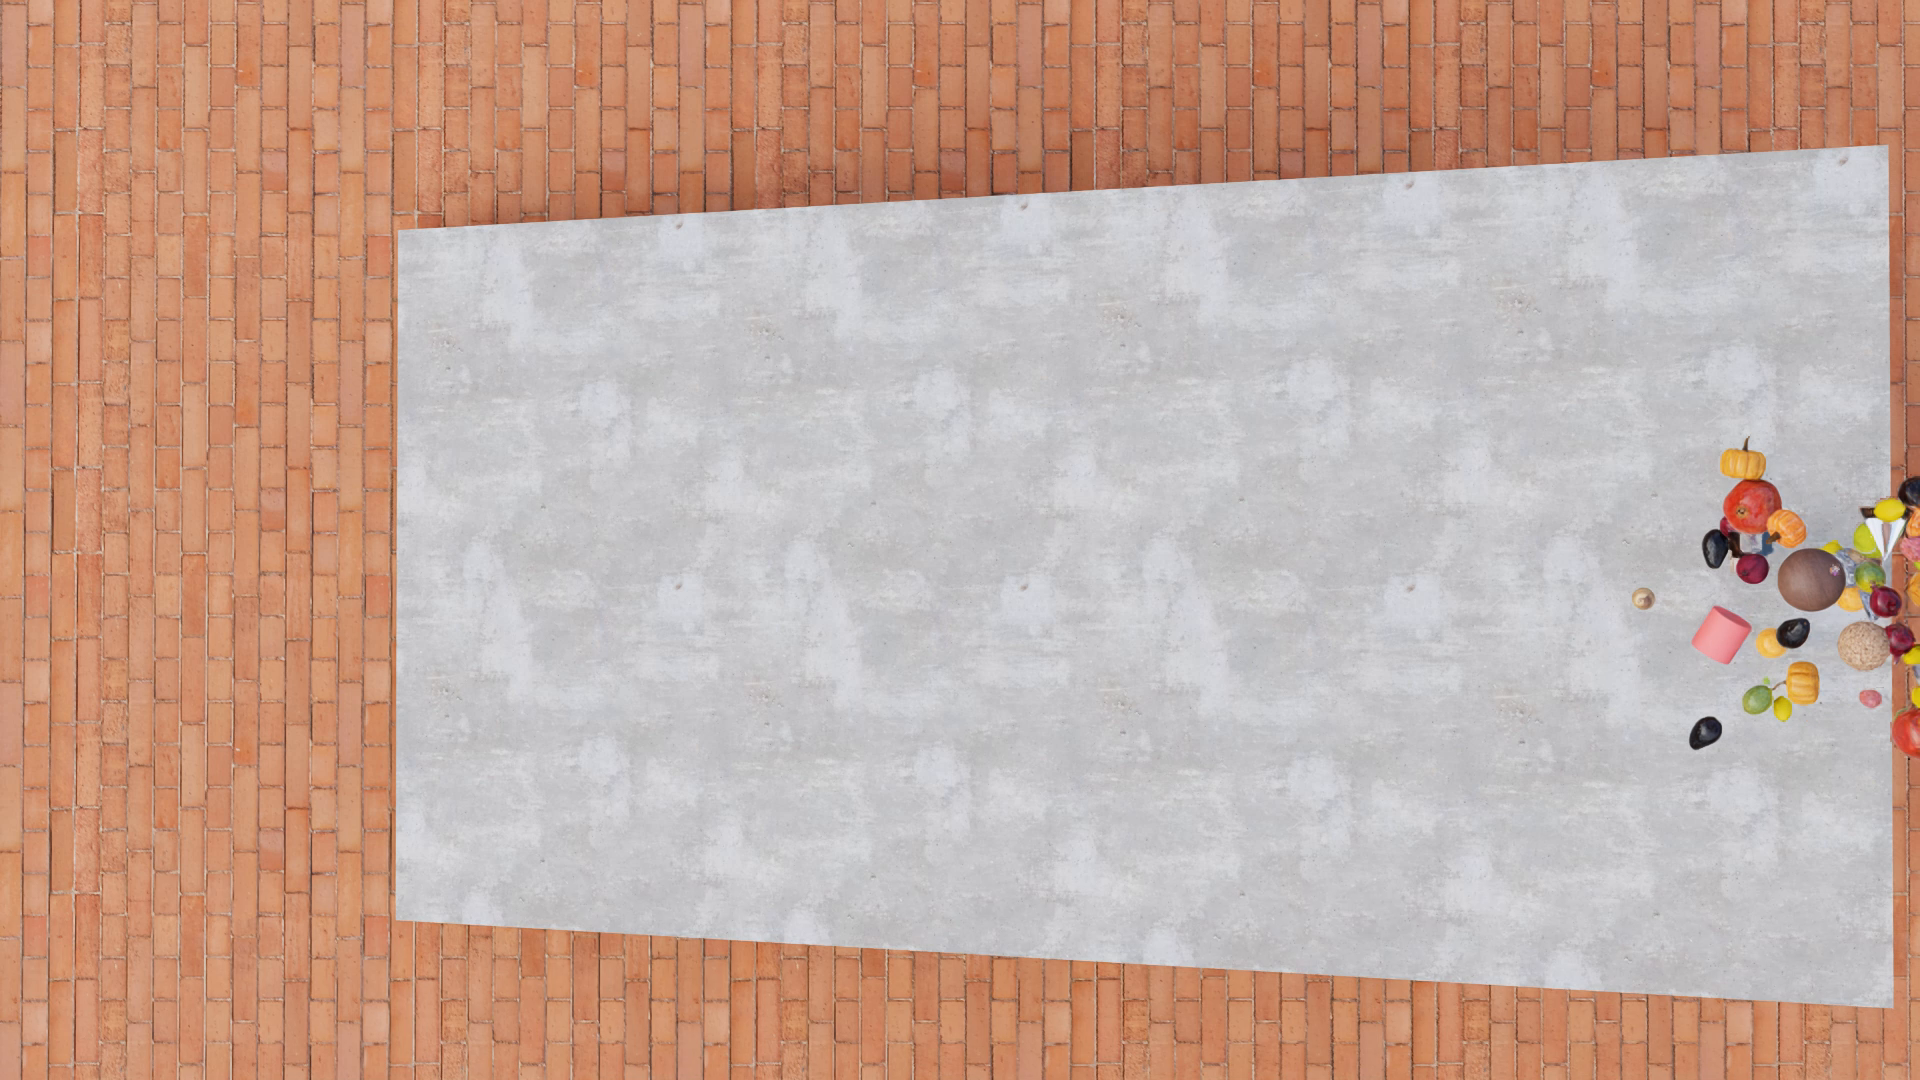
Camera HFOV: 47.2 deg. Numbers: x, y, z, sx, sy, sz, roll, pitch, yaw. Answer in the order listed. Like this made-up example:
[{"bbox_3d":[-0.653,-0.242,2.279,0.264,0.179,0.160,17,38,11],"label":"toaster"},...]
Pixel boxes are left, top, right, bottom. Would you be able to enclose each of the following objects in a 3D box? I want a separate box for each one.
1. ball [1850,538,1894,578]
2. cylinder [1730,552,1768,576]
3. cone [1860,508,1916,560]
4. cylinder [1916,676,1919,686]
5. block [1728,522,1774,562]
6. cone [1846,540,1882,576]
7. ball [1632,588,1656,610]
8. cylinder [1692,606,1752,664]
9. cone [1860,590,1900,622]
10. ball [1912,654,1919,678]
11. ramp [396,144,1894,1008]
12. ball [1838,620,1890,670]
[{"bbox_3d":[2.026,0.041,4.889,0.090,0.090,0.090,0,89,0],"label":"ball"},{"bbox_3d":[1.802,0.047,5.026,0.065,0.065,0.065,7,89,37],"label":"cylinder"},{"bbox_3d":[1.680,-0.009,3.989,0.095,0.095,0.095,2,90,0],"label":"cone"},{"bbox_3d":[1.895,0.278,4.252,0.062,0.062,0.062,-31,89,8],"label":"cylinder"},{"bbox_3d":[1.721,0.004,4.786,0.061,0.061,0.061,-22,109,-23],"label":"block"},{"bbox_3d":[2.016,0.019,4.844,0.085,0.085,0.085,41,93,1],"label":"cone"},{"bbox_3d":[1.565,0.134,5.034,0.052,0.052,0.052,0,89,0],"label":"ball"},{"bbox_3d":[1.640,0.204,4.734,0.092,0.092,0.092,27,109,0],"label":"cylinder"},{"bbox_3d":[2.006,0.134,4.779,0.077,0.077,0.077,-16,89,23],"label":"cone"},{"bbox_3d":[1.903,0.251,4.310,0.066,0.066,0.066,0,89,0],"label":"ball"},{"bbox_3d":[0.278,0.092,5.781,4.000,0.100,2.000,0,89,19],"label":"ramp"},{"bbox_3d":[1.600,0.187,3.891,0.088,0.088,0.088,0,89,0],"label":"ball"}]
